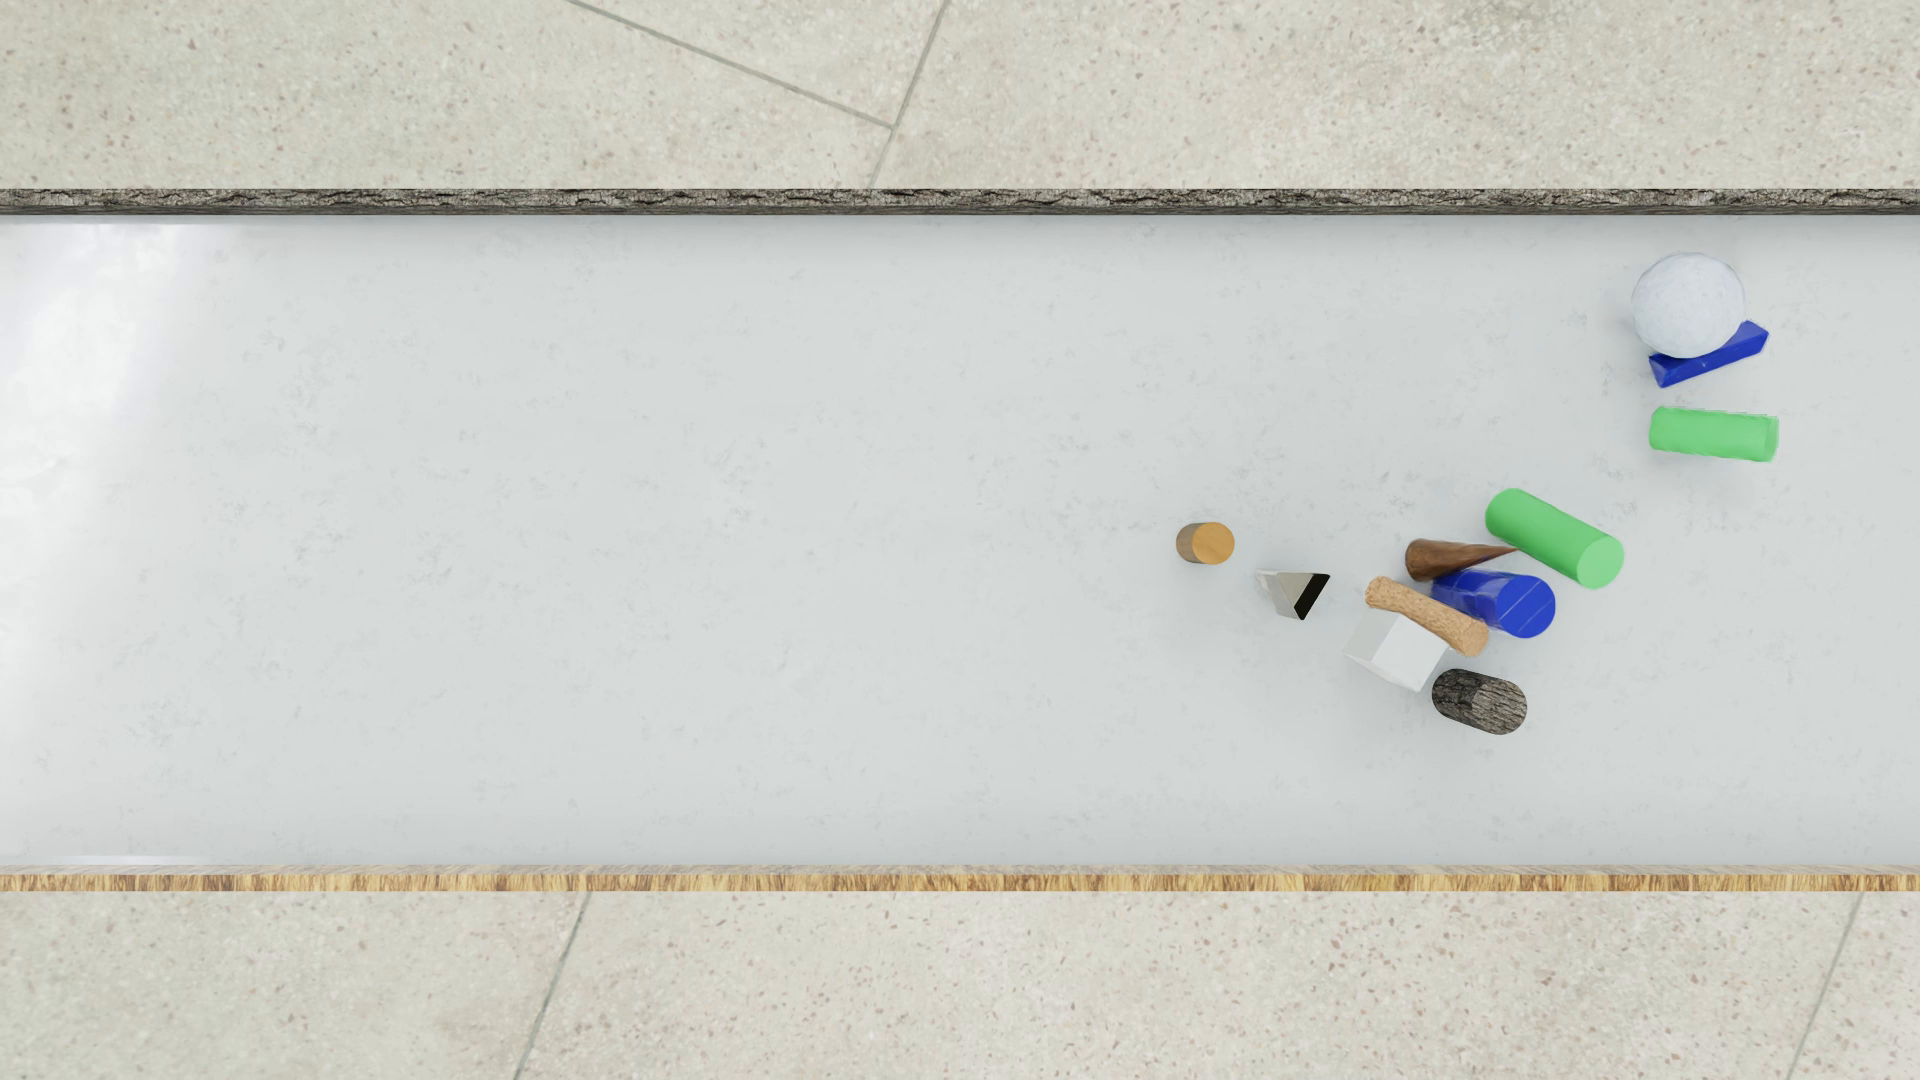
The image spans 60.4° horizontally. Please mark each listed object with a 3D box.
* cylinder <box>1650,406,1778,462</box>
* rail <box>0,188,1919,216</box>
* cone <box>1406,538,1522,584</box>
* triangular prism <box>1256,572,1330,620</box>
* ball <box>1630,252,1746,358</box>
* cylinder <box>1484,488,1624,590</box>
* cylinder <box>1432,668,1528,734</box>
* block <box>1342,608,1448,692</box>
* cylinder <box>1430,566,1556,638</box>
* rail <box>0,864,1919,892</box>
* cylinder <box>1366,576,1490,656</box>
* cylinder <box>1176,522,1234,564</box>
[{"bbox_3d":[2.248,-0.315,4.923,0.325,0.132,0.132,11,90,38],"label":"cylinder"},{"bbox_3d":[-2.247,-1.025,5.002,12.000,0.150,0.050,0,90,0],"label":"rail"},{"bbox_3d":[1.510,0.044,4.887,0.138,0.365,0.138,5,81,-35],"label":"cone"},{"bbox_3d":[0.966,0.131,4.906,0.133,0.341,0.153,32,90,0],"label":"triangular prism"},{"bbox_3d":[2.163,-0.698,4.905,0.315,0.315,0.315,0,90,0],"label":"ball"},{"bbox_3d":[1.741,-0.009,4.850,0.160,0.428,0.160,-7,113,-18],"label":"cylinder"},{"bbox_3d":[1.530,0.474,4.876,0.158,0.400,0.158,0,90,0],"label":"cylinder"},{"bbox_3d":[1.287,0.322,4.897,0.164,0.359,0.164,32,90,0],"label":"block"},{"bbox_3d":[1.558,0.174,4.842,0.178,0.449,0.178,0,93,-7],"label":"cylinder"},{"bbox_3d":[-2.247,1.025,5.001,12.000,0.150,0.050,0,90,0],"label":"rail"},{"bbox_3d":[1.377,0.221,4.881,0.103,0.405,0.103,-11,113,-27],"label":"cylinder"},{"bbox_3d":[0.725,0.010,4.898,0.123,0.356,0.123,0,90,0],"label":"cylinder"}]
